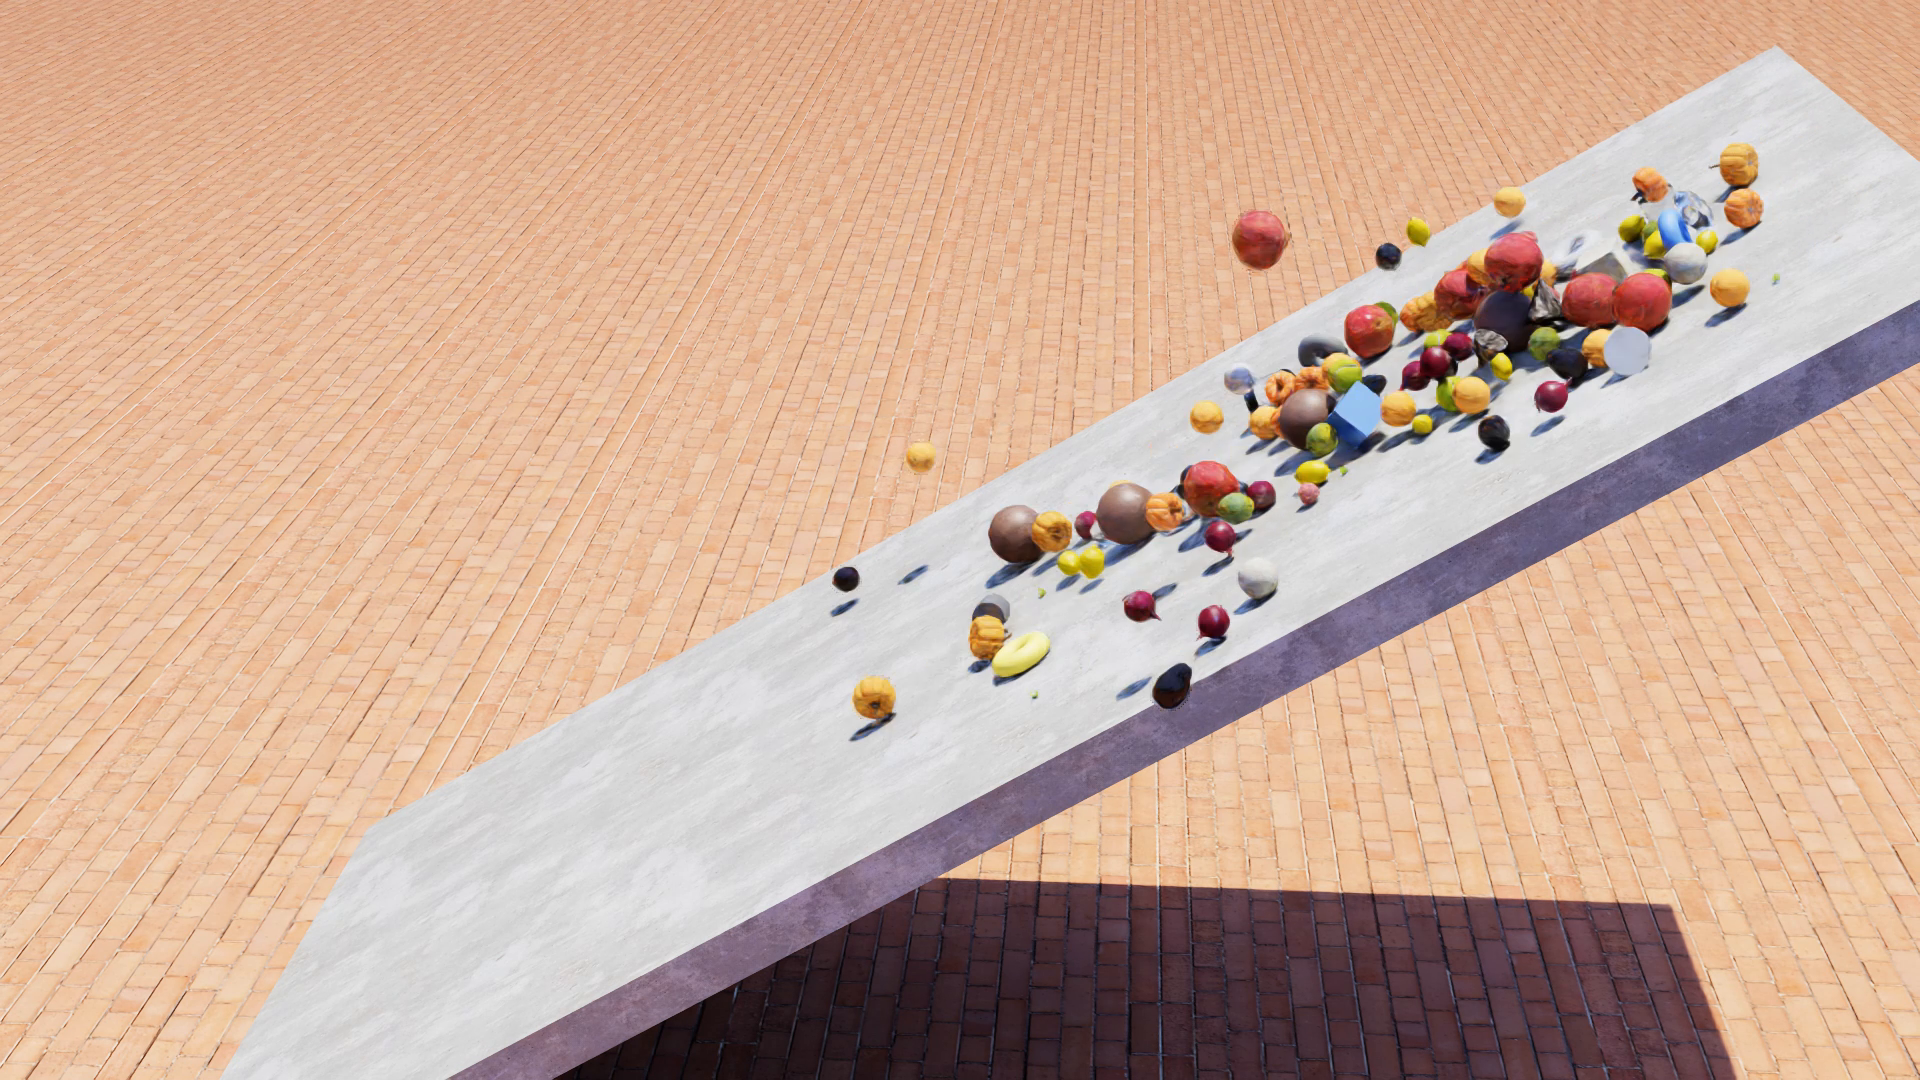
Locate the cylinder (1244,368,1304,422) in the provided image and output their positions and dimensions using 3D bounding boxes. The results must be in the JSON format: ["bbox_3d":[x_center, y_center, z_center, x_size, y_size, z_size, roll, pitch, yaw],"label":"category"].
[{"bbox_3d":[0.680,-0.313,6.369,0.093,0.093,0.093,-22,5,34],"label":"cylinder"}]

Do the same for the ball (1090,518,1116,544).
[{"bbox_3d":[0.305,-0.018,6.247,0.056,0.056,0.056,0,19,0],"label":"ball"}]

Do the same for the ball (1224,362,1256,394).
[{"bbox_3d":[0.570,-0.330,6.000,0.067,0.067,0.067,0,19,0],"label":"ball"}]

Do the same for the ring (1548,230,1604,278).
[{"bbox_3d":[1.284,-0.596,6.129,0.131,0.044,0.131,-36,20,16],"label":"ring"}]

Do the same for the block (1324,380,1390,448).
[{"bbox_3d":[0.792,-0.250,5.868,0.084,0.084,0.084,38,-17,3],"label":"block"}]

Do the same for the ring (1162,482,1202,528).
[{"bbox_3d":[0.458,-0.072,6.089,0.036,0.108,0.108,32,7,-24],"label":"ring"}]

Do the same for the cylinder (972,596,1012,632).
[{"bbox_3d":[0.065,0.153,6.091,0.069,0.069,0.069,5,8,14],"label":"cylinder"}]

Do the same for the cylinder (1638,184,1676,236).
[{"bbox_3d":[1.439,-0.675,6.012,0.077,0.077,0.077,-32,10,6],"label":"cylinder"}]

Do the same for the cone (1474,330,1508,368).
[{"bbox_3d":[1.017,-0.360,5.698,0.069,0.069,0.069,10,36,-8],"label":"cone"}]

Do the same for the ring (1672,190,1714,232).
[{"bbox_3d":[1.443,-0.647,5.782,0.099,0.033,0.099,27,37,-22],"label":"ring"}]

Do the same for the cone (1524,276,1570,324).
[{"bbox_3d":[1.143,-0.474,5.759,0.090,0.090,0.090,-7,-3,0],"label":"cone"}]

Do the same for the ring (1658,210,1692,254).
[{"bbox_3d":[1.399,-0.591,5.747,0.039,0.116,0.116,-19,10,26],"label":"ring"}]

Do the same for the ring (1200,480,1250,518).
[{"bbox_3d":[0.542,-0.083,6.012,0.111,0.037,0.111,-30,15,9],"label":"ring"}]

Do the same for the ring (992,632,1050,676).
[{"bbox_3d":[0.121,0.227,5.854,0.127,0.042,0.127,-30,13,8],"label":"ring"}]

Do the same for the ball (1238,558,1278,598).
[{"bbox_3d":[0.550,0.070,5.422,0.076,0.076,0.076,0,19,0],"label":"ball"}]

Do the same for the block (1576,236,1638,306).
[{"bbox_3d":[1.286,-0.536,5.851,0.084,0.084,0.084,-30,15,27],"label":"block"}]

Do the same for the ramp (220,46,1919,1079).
[{"bbox_3d":[0.142,0.168,6.287,4.000,0.100,2.000,-29,15,12],"label":"ramp"}]

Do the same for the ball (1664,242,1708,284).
[{"bbox_3d":[1.380,-0.526,5.591,0.081,0.081,0.081,0,19,0],"label":"ball"}]

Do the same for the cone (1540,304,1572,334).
[{"bbox_3d":[1.174,-0.432,5.869,0.067,0.067,0.067,14,50,-18],"label":"cone"}]
